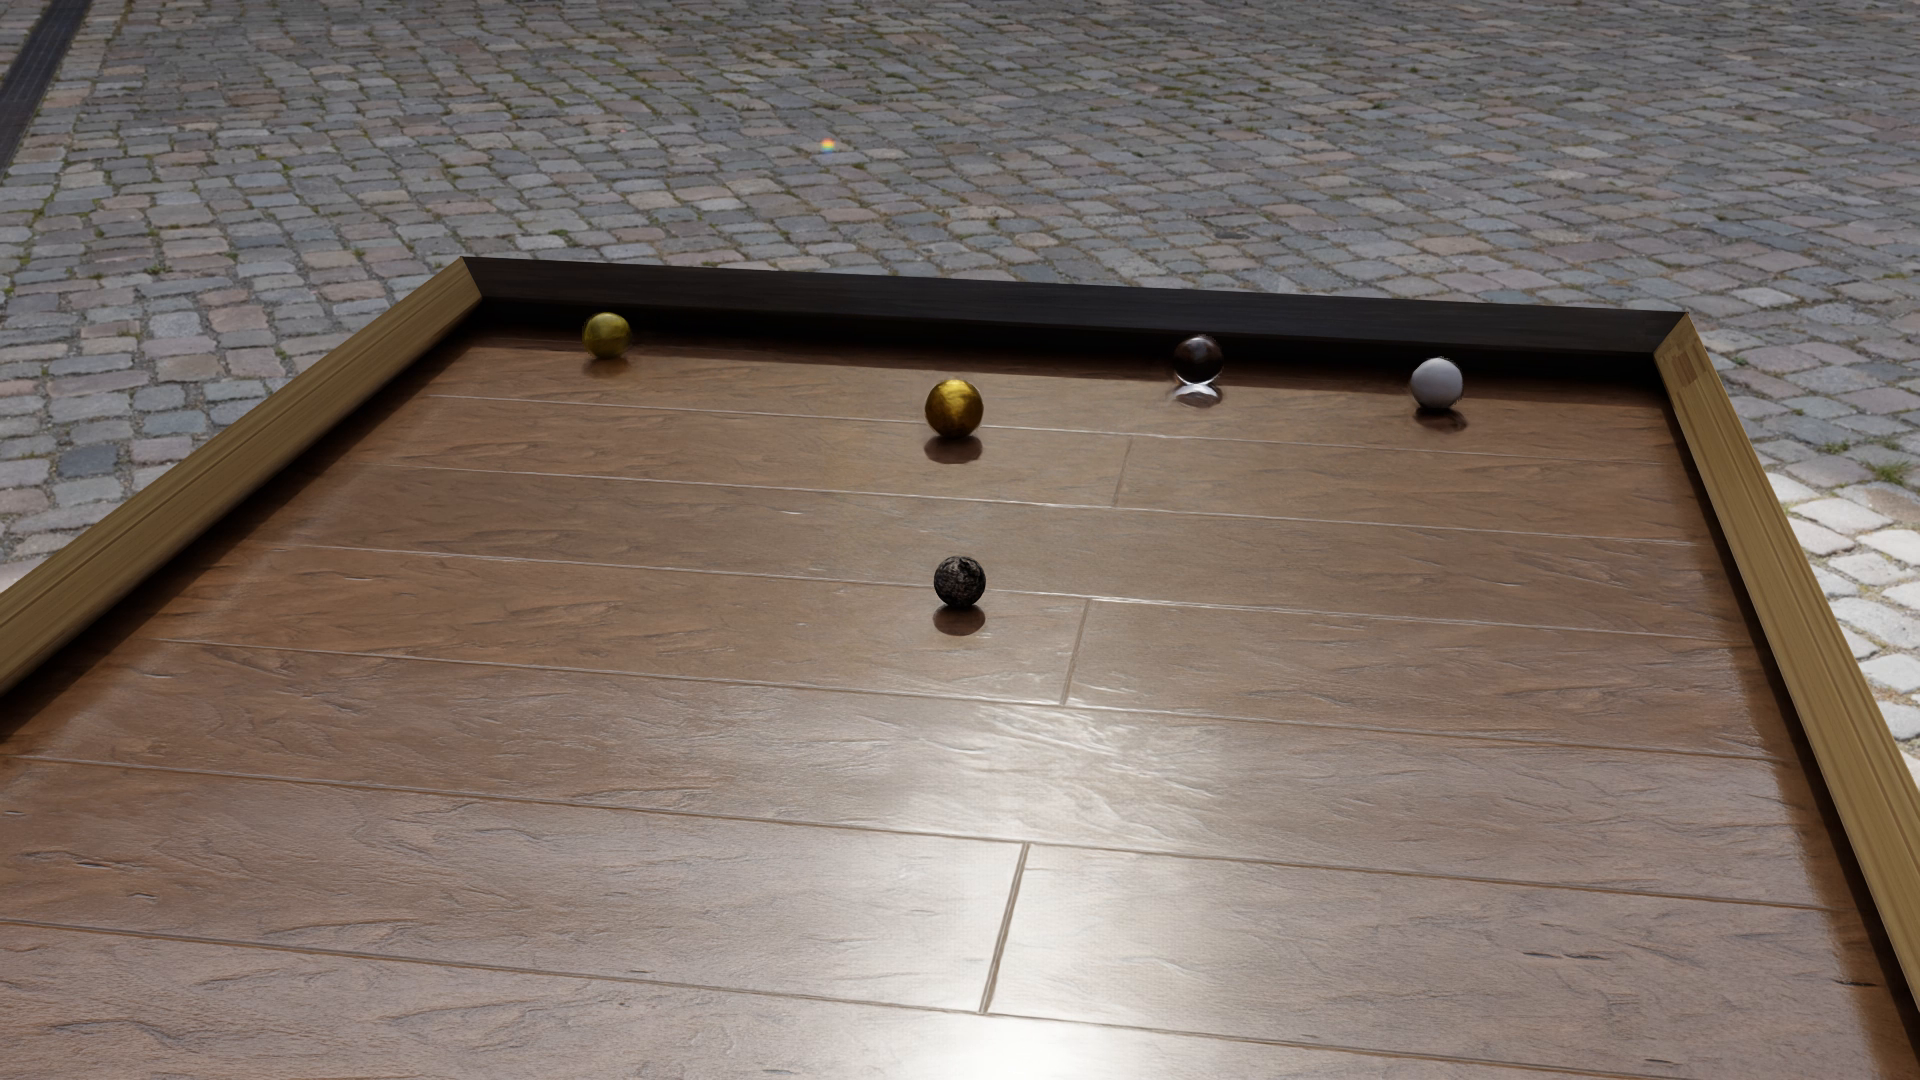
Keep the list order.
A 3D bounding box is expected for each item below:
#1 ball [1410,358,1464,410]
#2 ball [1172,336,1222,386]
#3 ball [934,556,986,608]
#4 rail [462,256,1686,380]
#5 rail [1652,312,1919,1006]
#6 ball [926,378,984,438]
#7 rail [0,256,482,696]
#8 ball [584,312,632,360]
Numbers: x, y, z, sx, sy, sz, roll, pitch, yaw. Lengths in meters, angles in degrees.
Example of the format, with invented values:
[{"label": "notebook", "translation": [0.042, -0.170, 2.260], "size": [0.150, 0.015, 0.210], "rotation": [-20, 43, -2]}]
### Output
[{"label": "ball", "translation": [0.614, -0.201, 2.834], "size": [0.067, 0.067, 0.067], "rotation": [0, 23, 0]}, {"label": "ball", "translation": [0.315, -0.239, 2.923], "size": [0.066, 0.066, 0.066], "rotation": [0, 23, 0]}, {"label": "ball", "translation": [0.000, 0.043, 2.275], "size": [0.054, 0.054, 0.054], "rotation": [0, 23, 0]}, {"label": "rail", "translation": [0.119, -0.303, 3.036], "size": [1.706, 0.095, 0.045], "rotation": [4, 23, 8]}, {"label": "rail", "translation": [0.696, 0.333, 1.537], "size": [0.045, 0.095, 3.077], "rotation": [4, 23, 8]}, {"label": "ball", "translation": [-0.007, -0.164, 2.739], "size": [0.073, 0.073, 0.073], "rotation": [0, 23, 0]}, {"label": "rail", "translation": [-0.942, 0.229, 1.781], "size": [0.045, 0.095, 3.077], "rotation": [4, 23, 8]}, {"label": "ball", "translation": [-0.484, -0.281, 3.025], "size": [0.065, 0.065, 0.065], "rotation": [0, 23, 0]}]
